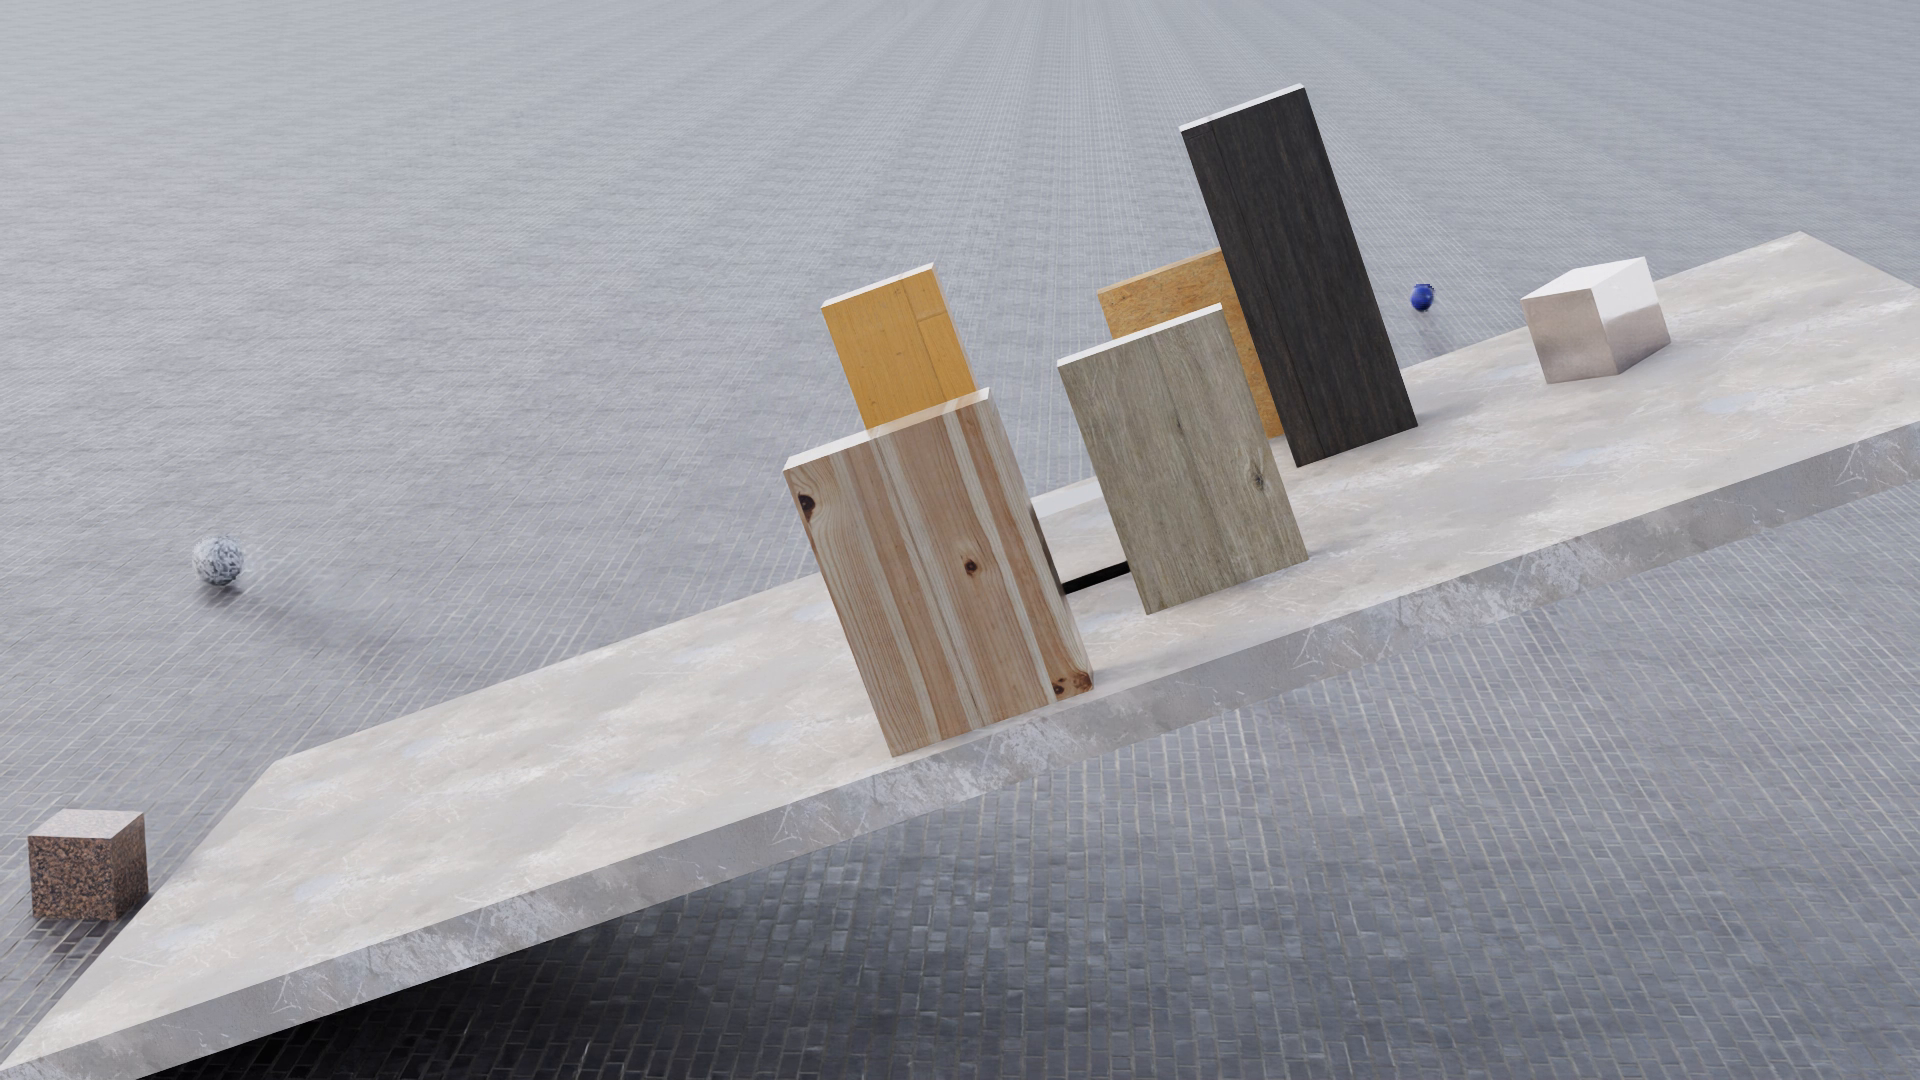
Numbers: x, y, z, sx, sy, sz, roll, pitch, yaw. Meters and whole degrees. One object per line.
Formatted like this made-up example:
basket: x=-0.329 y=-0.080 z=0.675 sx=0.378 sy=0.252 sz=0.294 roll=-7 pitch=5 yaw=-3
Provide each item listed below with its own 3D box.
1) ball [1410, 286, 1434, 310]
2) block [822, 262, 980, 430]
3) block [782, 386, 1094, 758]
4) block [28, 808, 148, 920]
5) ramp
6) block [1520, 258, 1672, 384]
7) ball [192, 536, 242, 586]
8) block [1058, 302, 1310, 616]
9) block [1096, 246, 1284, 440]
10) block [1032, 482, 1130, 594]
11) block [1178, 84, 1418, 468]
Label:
ball: x=2.500 y=-1.310 z=15.910 sx=0.130 sy=0.130 sz=0.130 roll=0 pitch=13 yaw=0
block: x=-0.043 y=-0.185 z=6.129 sx=0.242 sy=0.740 sz=0.101 roll=-19 pitch=11 yaw=6
block: x=-0.035 y=0.060 z=5.392 sx=0.393 sy=0.571 sz=0.128 roll=-19 pitch=11 yaw=6
block: x=-1.983 y=0.738 z=6.695 sx=0.194 sy=0.194 sz=0.194 roll=1 pitch=13 yaw=6
ramp: x=0.114 y=0.177 z=6.299 sx=4.000 sy=0.100 sz=2.000 roll=-19 pitch=11 yaw=6
block: x=1.381 y=-0.476 z=6.393 sx=0.199 sy=0.199 sz=0.199 roll=-29 pitch=14 yaw=-36
ball: x=-2.455 y=0.069 z=9.732 sx=0.160 sy=0.160 sz=0.160 roll=0 pitch=13 yaw=0
block: x=0.434 y=-0.156 z=5.715 sx=0.334 sy=0.521 sz=0.084 roll=-19 pitch=11 yaw=6
block: x=0.587 y=-0.435 z=6.926 sx=0.397 sy=0.459 sz=0.081 roll=-19 pitch=11 yaw=6
block: x=0.251 y=-0.003 z=6.211 sx=0.172 sy=0.172 sz=0.172 roll=-19 pitch=11 yaw=4
block: x=0.747 y=-0.582 z=6.491 sx=0.282 sy=0.788 sz=0.129 roll=-19 pitch=11 yaw=6
